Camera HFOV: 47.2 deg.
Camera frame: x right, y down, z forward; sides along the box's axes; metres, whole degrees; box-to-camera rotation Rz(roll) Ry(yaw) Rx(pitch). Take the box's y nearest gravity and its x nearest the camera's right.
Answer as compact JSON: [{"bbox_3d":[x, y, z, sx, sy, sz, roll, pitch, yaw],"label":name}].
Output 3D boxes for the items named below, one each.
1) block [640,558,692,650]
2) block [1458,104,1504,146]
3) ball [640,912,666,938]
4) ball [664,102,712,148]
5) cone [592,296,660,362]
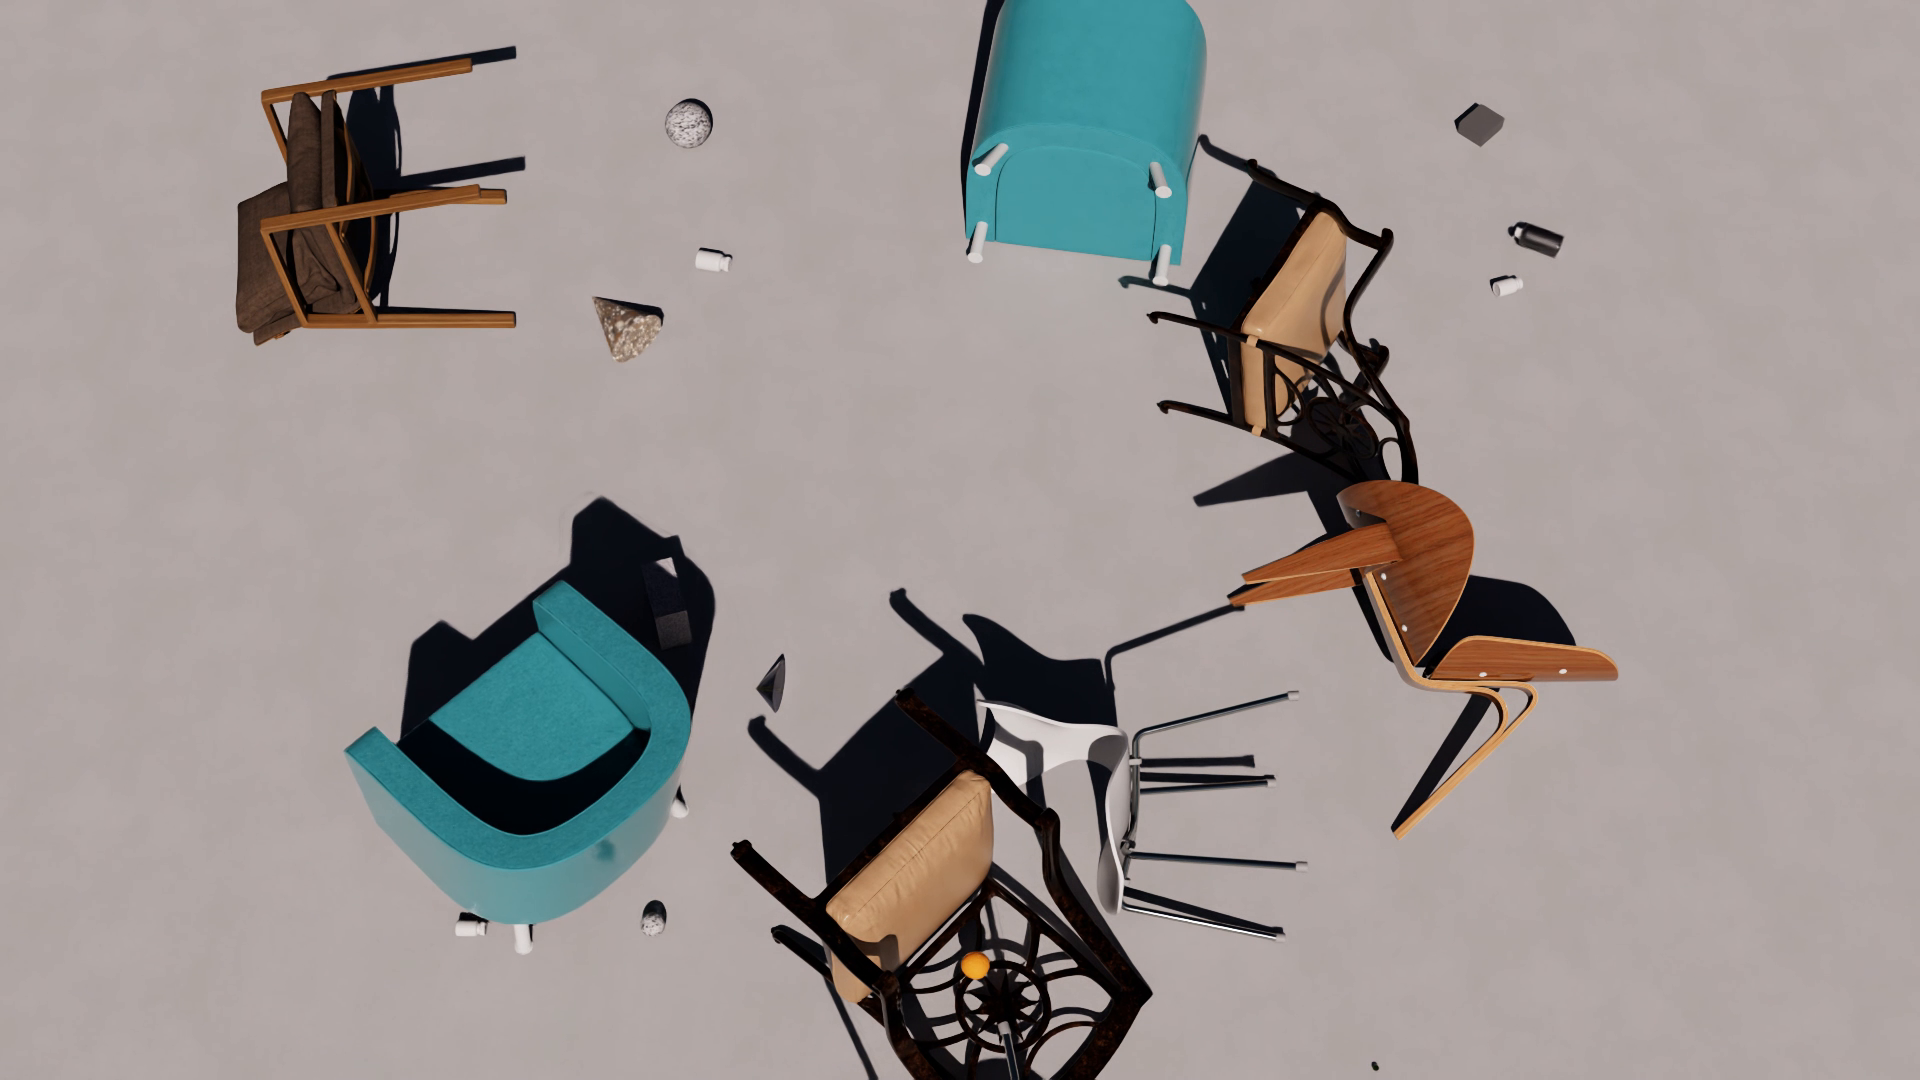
[{"bbox_3d":[-0.847,0.184,6.345,0.093,0.175,0.187,-15,57,-10],"label":"block"},{"bbox_3d":[1.775,-1.413,7.492,0.099,0.050,0.121,39,64,23],"label":"block"},{"bbox_3d":[-0.817,1.022,5.848,0.066,0.066,0.066,0,56,0],"label":"ball"},{"bbox_3d":[-0.918,-1.400,7.420,0.155,0.155,0.155,0,56,0],"label":"ball"},{"bbox_3d":[-1.105,-0.712,7.014,0.195,0.118,0.295,-44,52,-5],"label":"cone"}]
